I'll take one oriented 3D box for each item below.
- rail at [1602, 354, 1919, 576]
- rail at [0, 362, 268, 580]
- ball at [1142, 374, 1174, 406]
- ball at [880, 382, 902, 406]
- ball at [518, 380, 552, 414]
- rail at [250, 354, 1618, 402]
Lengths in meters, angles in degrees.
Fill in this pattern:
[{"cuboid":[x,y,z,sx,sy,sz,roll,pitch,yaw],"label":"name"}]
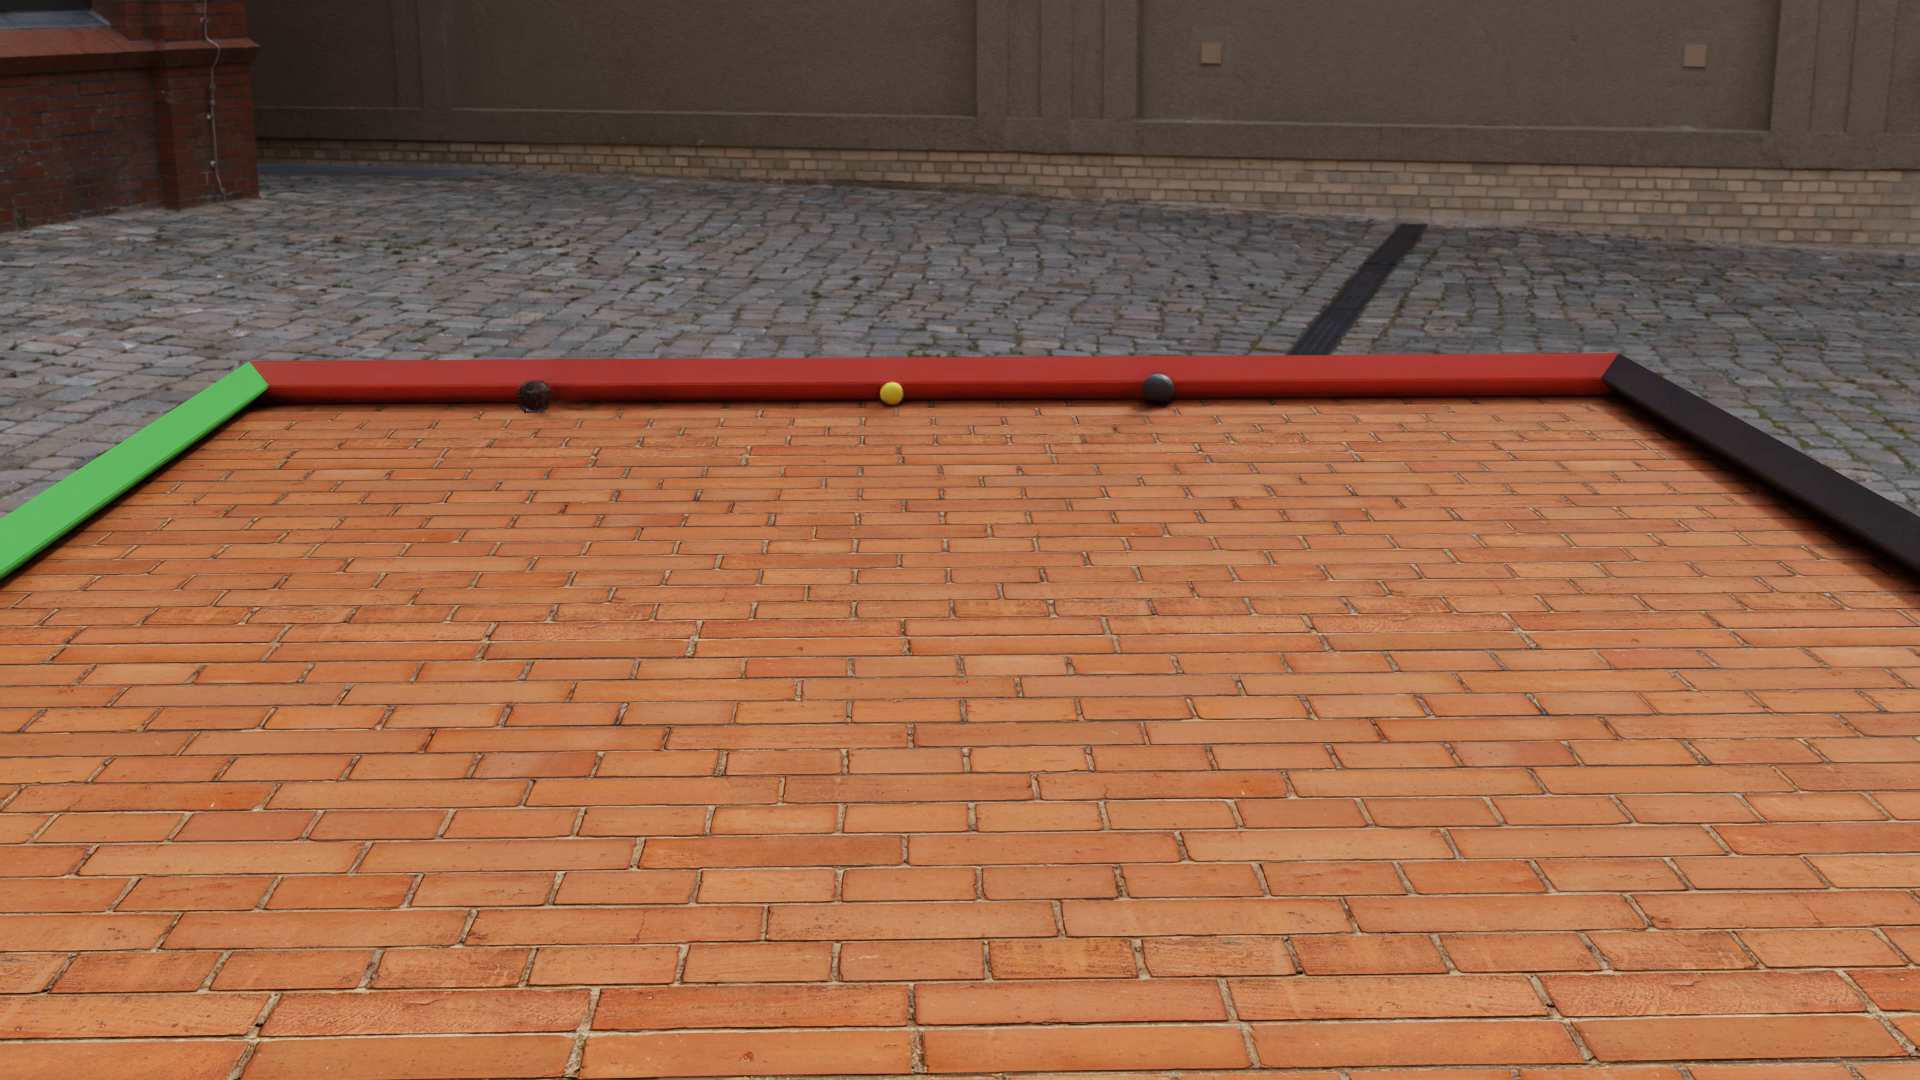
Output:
[{"cuboid":[1.277,0.264,1.945,0.045,0.077,4.478,0,15,-2],"label":"rail"},{"cuboid":[-1.206,0.284,1.868,0.045,0.077,4.478,0,15,-2],"label":"rail"},{"cuboid":[0.362,-0.275,4.013,0.058,0.058,0.058,0,15,0],"label":"ball"},{"cuboid":[-0.126,-0.267,4.012,0.043,0.043,0.043,0,15,0],"label":"ball"},{"cuboid":[-0.761,-0.257,3.941,0.059,0.059,0.059,0,15,0],"label":"ball"},{"cuboid":[-0.035,-0.294,4.046,2.532,0.077,0.045,0,15,-2],"label":"rail"}]
